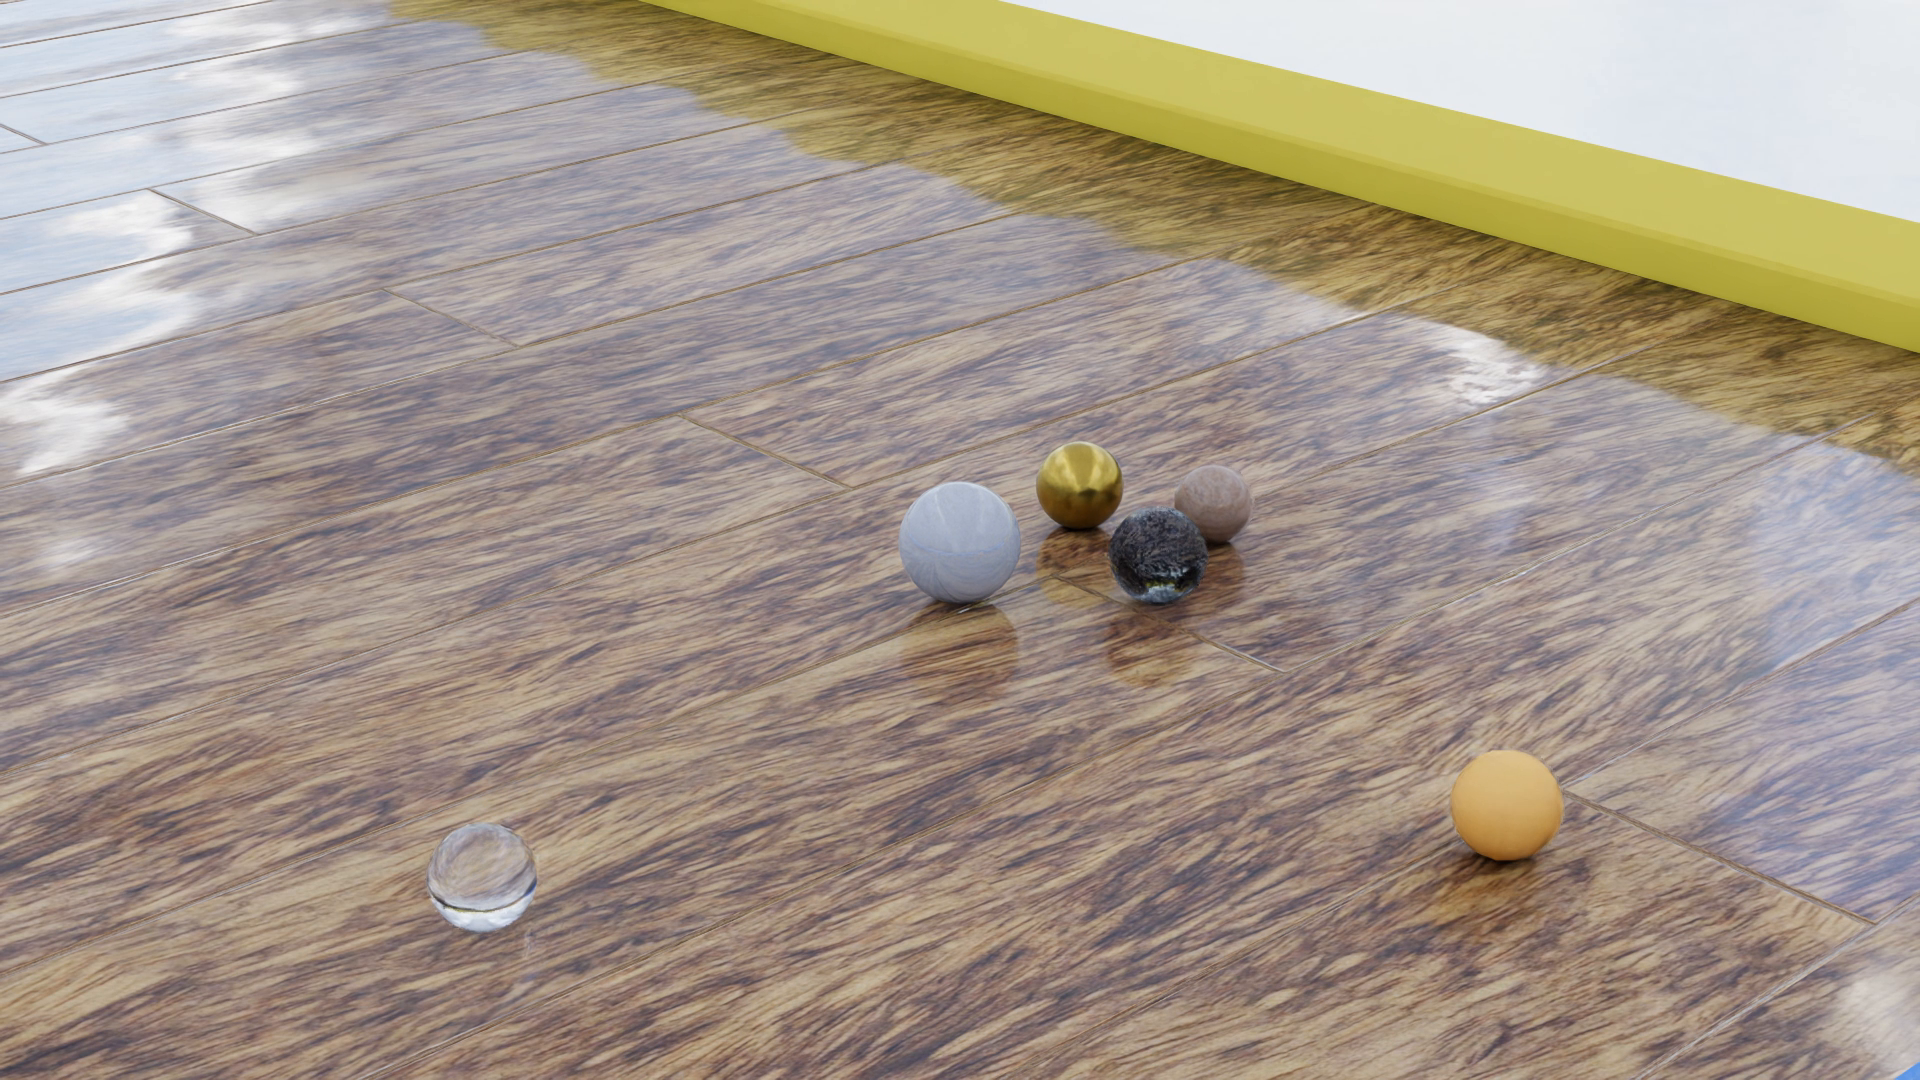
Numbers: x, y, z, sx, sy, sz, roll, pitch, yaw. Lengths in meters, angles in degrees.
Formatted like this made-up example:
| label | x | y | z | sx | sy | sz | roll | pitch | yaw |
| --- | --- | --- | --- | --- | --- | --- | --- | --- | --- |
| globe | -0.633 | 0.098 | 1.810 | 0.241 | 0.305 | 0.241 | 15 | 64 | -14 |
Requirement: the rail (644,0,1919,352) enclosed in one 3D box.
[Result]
| label | x | y | z | sx | sy | sz | roll | pitch | yaw |
| --- | --- | --- | --- | --- | --- | --- | --- | --- | --- |
| rail | 0.102 | -0.588 | 3.658 | 0.045 | 0.126 | 3.948 | -20 | 30 | -38 |

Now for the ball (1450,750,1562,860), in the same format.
| label | x | y | z | sx | sy | sz | roll | pitch | yaw |
| --- | --- | --- | --- | --- | --- | --- | --- | --- | --- |
| ball | 0.361 | 0.175 | 1.945 | 0.073 | 0.073 | 0.073 | 0 | 23 | 0 |

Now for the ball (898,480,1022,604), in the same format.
| label | x | y | z | sx | sy | sz | roll | pitch | yaw |
| --- | --- | --- | --- | --- | --- | --- | --- | --- | --- |
| ball | 0.000 | 0.002 | 2.319 | 0.097 | 0.097 | 0.097 | 0 | 23 | 0 |

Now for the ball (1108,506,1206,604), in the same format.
| label | x | y | z | sx | sy | sz | roll | pitch | yaw |
| --- | --- | --- | --- | --- | --- | --- | --- | --- | --- |
| ball | 0.156 | 0.012 | 2.322 | 0.077 | 0.077 | 0.077 | 0 | 23 | 0 |

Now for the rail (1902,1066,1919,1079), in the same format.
| label | x | y | z | sx | sy | sz | roll | pitch | yaw |
| --- | --- | --- | --- | --- | --- | --- | --- | --- | --- |
| rail | 0.651 | 0.255 | 1.688 | 2.135 | 0.126 | 0.045 | -20 | 30 | -38 |

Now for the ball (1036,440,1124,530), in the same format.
| label | x | y | z | sx | sy | sz | roll | pitch | yaw |
| --- | --- | --- | --- | --- | --- | --- | --- | --- | --- |
| ball | 0.100 | -0.046 | 2.461 | 0.074 | 0.074 | 0.074 | 0 | 23 | 0 |

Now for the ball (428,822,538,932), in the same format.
| label | x | y | z | sx | sy | sz | roll | pitch | yaw |
| --- | --- | --- | --- | --- | --- | --- | --- | --- | --- |
| ball | -0.302 | 0.213 | 1.861 | 0.069 | 0.069 | 0.069 | 0 | 23 | 0 |

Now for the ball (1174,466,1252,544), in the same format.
| label | x | y | z | sx | sy | sz | roll | pitch | yaw |
| --- | --- | --- | --- | --- | --- | --- | --- | --- | --- |
| ball | 0.209 | -0.030 | 2.434 | 0.065 | 0.065 | 0.065 | 0 | 23 | 0 |
